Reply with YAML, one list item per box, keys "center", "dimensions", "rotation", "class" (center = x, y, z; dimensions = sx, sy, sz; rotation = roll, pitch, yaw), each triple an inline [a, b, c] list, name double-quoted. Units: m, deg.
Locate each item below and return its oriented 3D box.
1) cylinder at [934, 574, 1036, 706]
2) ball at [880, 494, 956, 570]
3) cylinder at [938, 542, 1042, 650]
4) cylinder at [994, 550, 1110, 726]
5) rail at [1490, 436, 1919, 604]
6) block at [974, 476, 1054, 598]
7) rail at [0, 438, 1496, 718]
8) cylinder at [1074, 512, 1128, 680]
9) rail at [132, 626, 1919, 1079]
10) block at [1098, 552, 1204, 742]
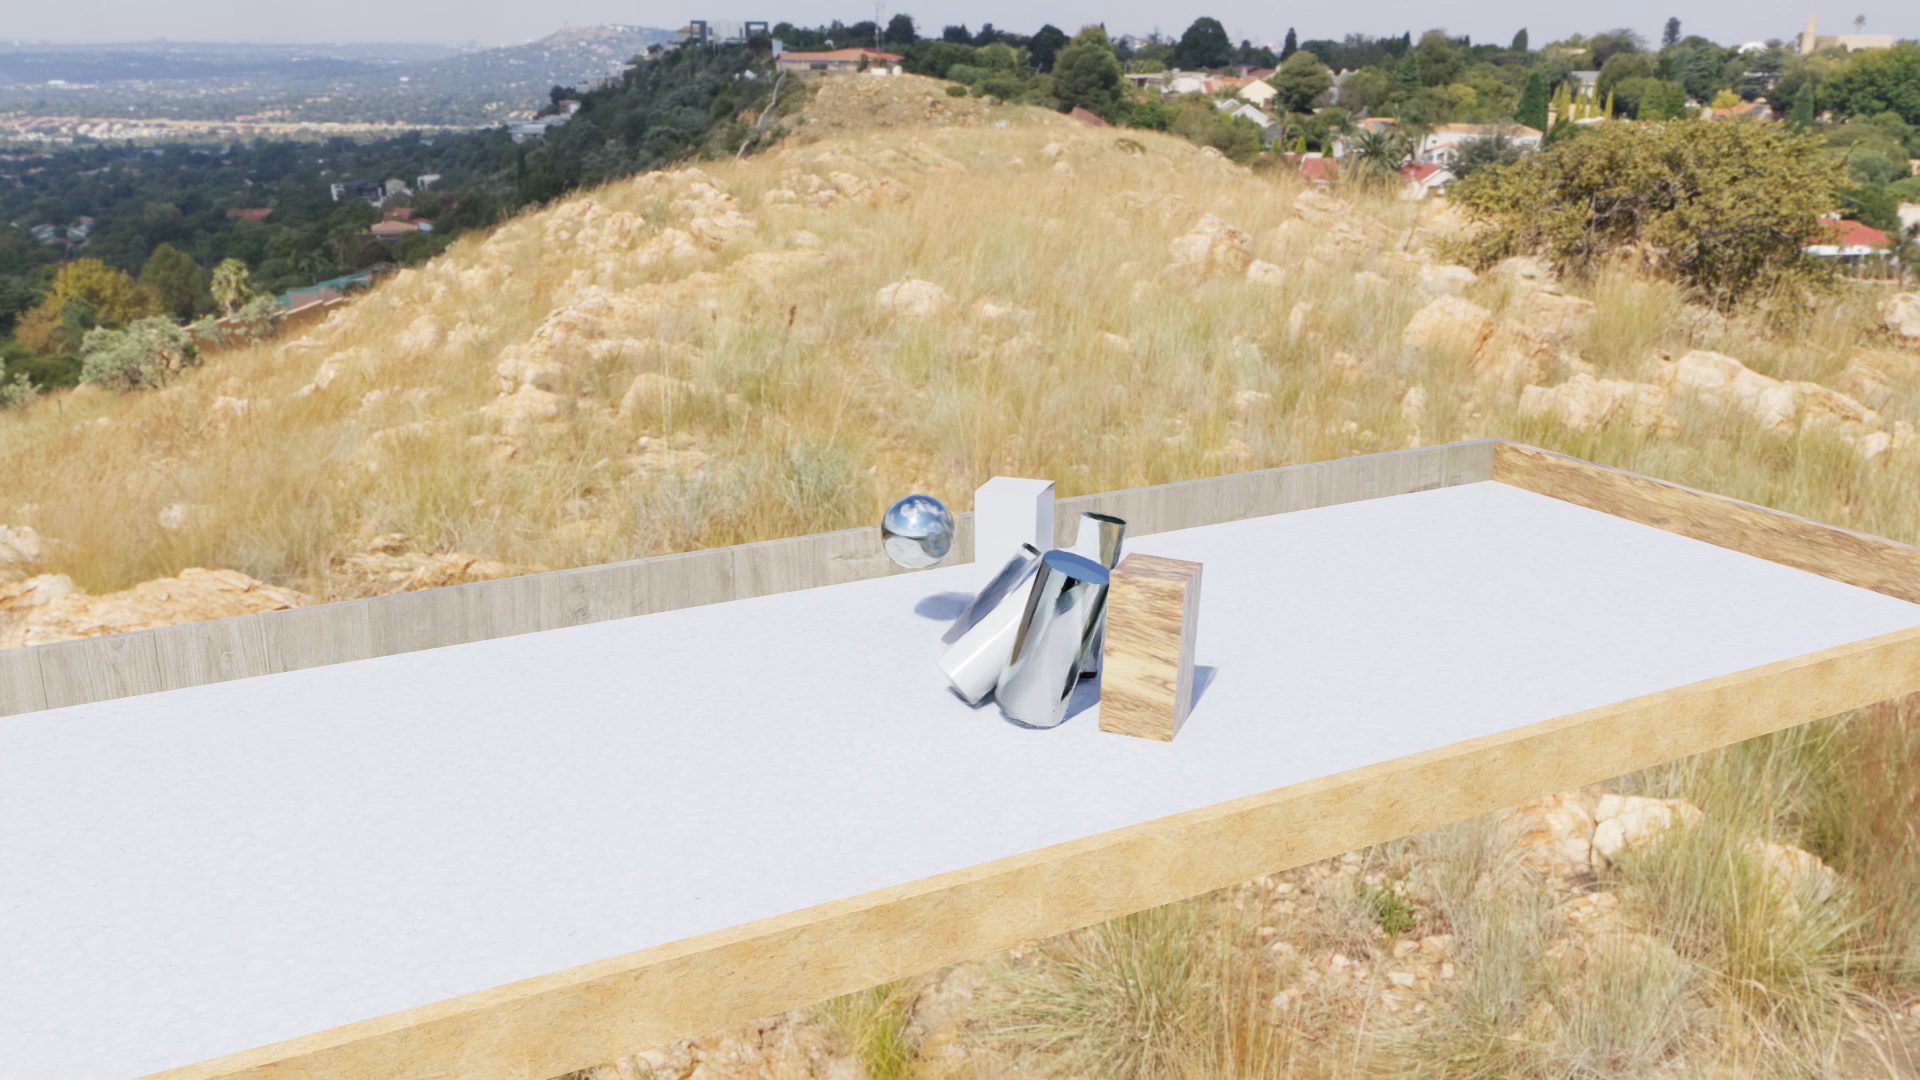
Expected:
- center: [0.133, 0.219, 3.998]
  dimensions: [0.395, 0.143, 0.143]
  rotation: [-40, 26, -8]
  class: "cylinder"
- center: [-0.111, -0.023, 4.388]
  dimensions: [0.202, 0.202, 0.202]
  rotation: [0, 16, 0]
  class: "ball"
- center: [0.110, 0.179, 4.155]
  dimensions: [0.328, 0.152, 0.152]
  rotation: [-49, 32, -9]
  class: "cylinder"
- center: [0.217, 0.230, 3.849]
  dimensions: [0.175, 0.372, 0.175]
  rotation: [17, 18, -6]
  class: "cylinder"
- center: [2.466, -0.048, 5.253]
  dimensions: [0.050, 0.150, 2.100]
  rotation: [-9, 18, -27]
  class: "rail"
- center: [0.144, 0.066, 4.367]
  dimensions: [0.165, 0.431, 0.165]
  rotation: [6, 17, 18]
  class: "block"
- center: [-3.305, 0.497, 3.399]
  dimensions: [12.000, 0.150, 0.050]
  rotation: [-9, 18, -27]
  class: "rail"
- center: [0.323, 0.140, 4.140]
  dimensions: [0.116, 0.401, 0.116]
  rotation: [10, 10, -2]
  class: "cylinder"
- center: [-2.336, 1.006, 1.665]
  dimensions: [12.000, 0.150, 0.050]
  rotation: [-9, 18, -27]
  class: "rail"
- center: [0.442, 0.246, 3.827]
  dimensions: [0.174, 0.382, 0.174]
  rotation: [9, 18, 20]
  class: "block"
